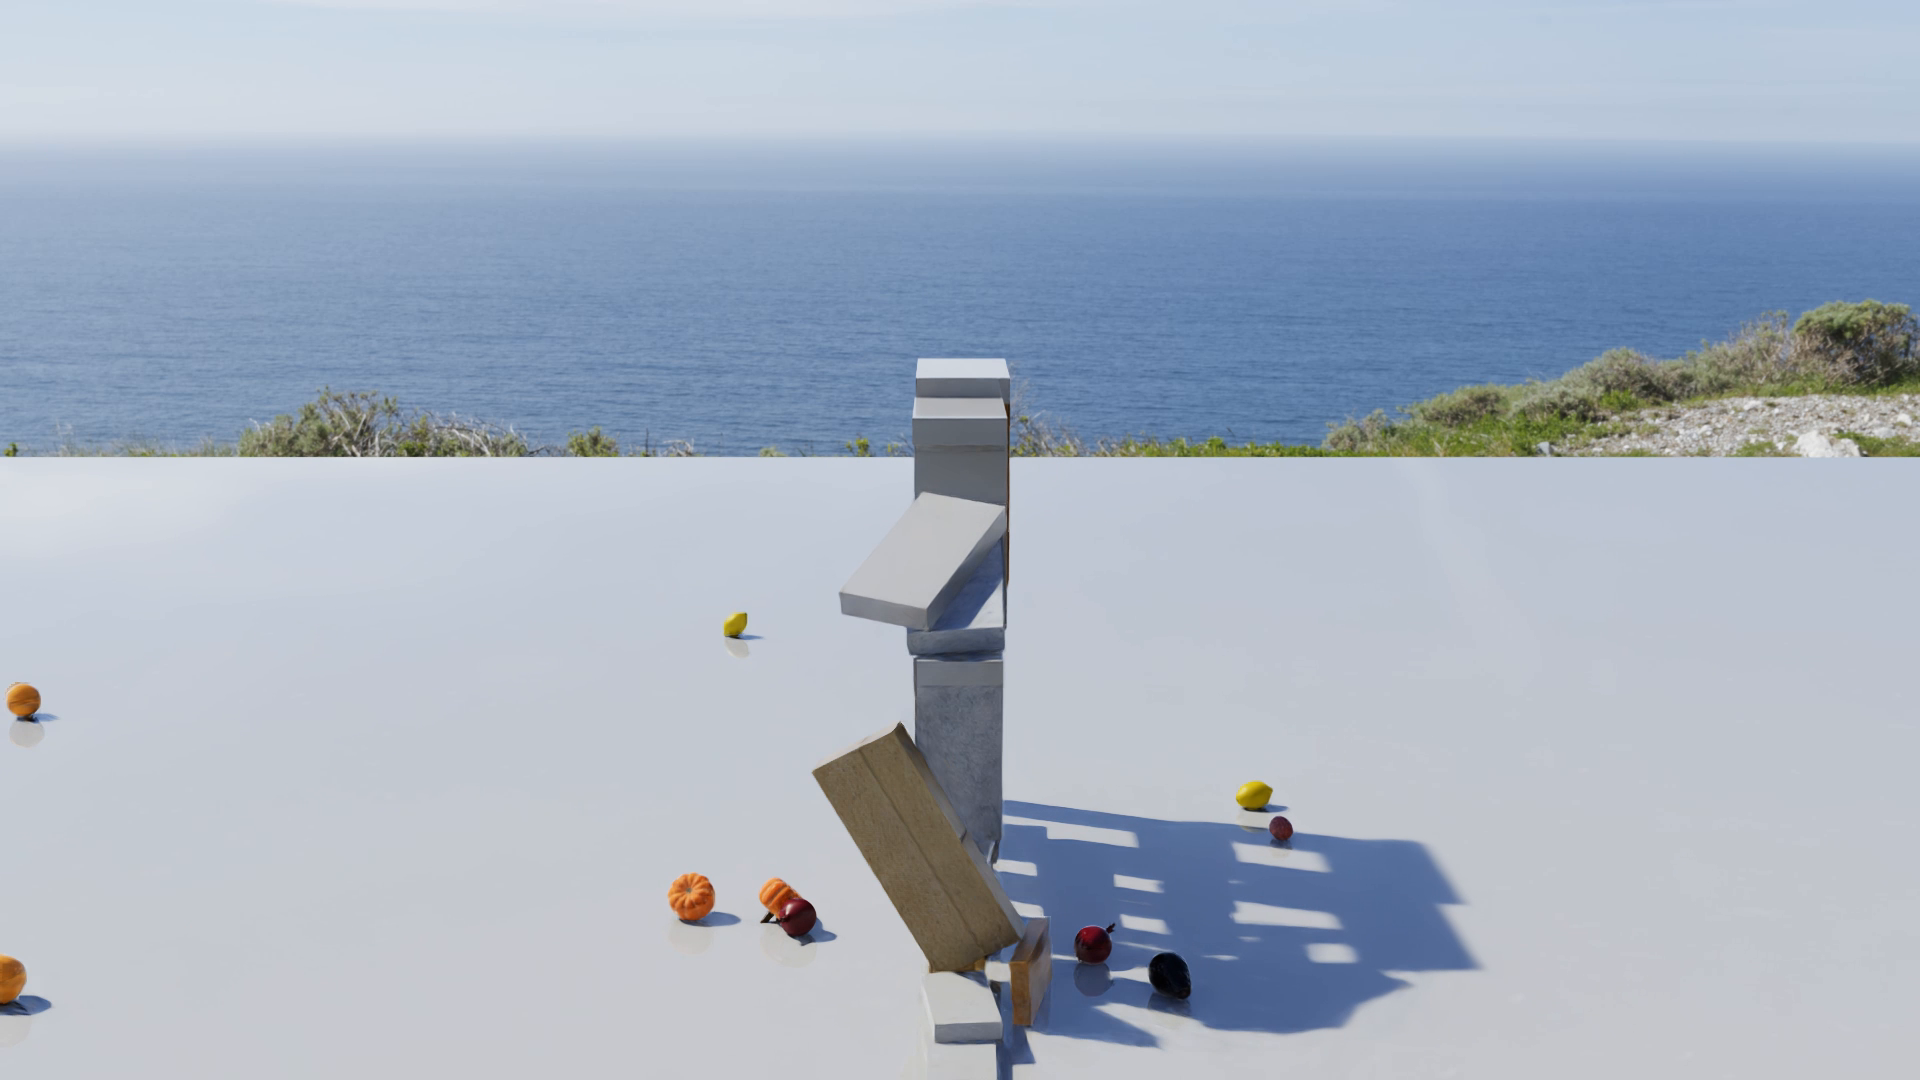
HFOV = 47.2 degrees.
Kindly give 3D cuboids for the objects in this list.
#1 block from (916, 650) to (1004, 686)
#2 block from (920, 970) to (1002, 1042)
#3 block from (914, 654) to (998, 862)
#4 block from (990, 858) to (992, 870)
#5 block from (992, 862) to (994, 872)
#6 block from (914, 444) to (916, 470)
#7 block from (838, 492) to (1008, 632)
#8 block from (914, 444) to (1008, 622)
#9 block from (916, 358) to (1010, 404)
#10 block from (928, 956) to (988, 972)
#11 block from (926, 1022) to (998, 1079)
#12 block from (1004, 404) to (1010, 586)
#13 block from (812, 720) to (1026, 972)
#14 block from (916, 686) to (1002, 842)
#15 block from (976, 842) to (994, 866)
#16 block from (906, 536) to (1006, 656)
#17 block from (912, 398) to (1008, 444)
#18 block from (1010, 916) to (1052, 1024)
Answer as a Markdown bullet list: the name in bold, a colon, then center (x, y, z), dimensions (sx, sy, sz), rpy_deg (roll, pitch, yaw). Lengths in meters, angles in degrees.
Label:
- **block**: center (-0.001, 0.174, 3.334), dimensions (0.127, 0.036, 0.254), rpy_deg (-1, 9, 0)
- **block**: center (0.000, 0.656, 3.097), dimensions (0.094, 0.027, 0.187), rpy_deg (-1, 11, -7)
- **block**: center (-0.007, 0.342, 3.456), dimensions (0.127, 0.335, 0.036), rpy_deg (-1, 11, 0)
- **block**: center (0.004, 0.553, 3.396), dimensions (0.085, 0.171, 0.024), rpy_deg (1, 6, 5)
- **block**: center (0.003, 0.509, 3.552), dimensions (0.101, 0.202, 0.029), rpy_deg (0, 11, 0)
- **block**: center (-0.003, -0.045, 3.769), dimensions (0.151, 0.301, 0.043), rpy_deg (0, 9, 0)
- **block**: center (-0.053, 0.029, 3.352), dimensions (0.144, 0.041, 0.288), rpy_deg (10, 37, 23)
- **block**: center (0.002, -0.011, 3.605), dimensions (0.151, 0.312, 0.043), rpy_deg (0, -1, 1)
- **block**: center (0.004, -0.286, 3.944), dimensions (0.162, 0.046, 0.324), rpy_deg (0, 11, 0)
- **block**: center (-0.003, 0.574, 3.283), dimensions (0.085, 0.171, 0.024), rpy_deg (1, 6, 8)
- **block**: center (0.002, 0.712, 2.939), dimensions (0.094, 0.027, 0.382), rpy_deg (0, 11, 0)
- **block**: center (0.006, -0.084, 3.870), dimensions (0.162, 0.324, 0.046), rpy_deg (0, 10, -1)
- **block**: center (-0.059, 0.451, 3.201), dimensions (0.144, 0.364, 0.041), rpy_deg (-28, 10, 19)
- **block**: center (-0.001, 0.329, 3.294), dimensions (0.127, 0.254, 0.036), rpy_deg (-1, 16, -2)
- **block**: center (0.005, 0.466, 3.328), dimensions (0.085, 0.024, 0.171), rpy_deg (1, 11, 5)
- **block**: center (-0.006, 0.069, 3.359), dimensions (0.144, 0.041, 0.288), rpy_deg (-4, 33, 3)
- **block**: center (-0.001, -0.198, 3.642), dimensions (0.151, 0.043, 0.301), rpy_deg (0, 10, 0)
- **block**: center (0.104, 0.627, 3.210), dimensions (0.027, 0.094, 0.187), rpy_deg (-2, 10, 12)
